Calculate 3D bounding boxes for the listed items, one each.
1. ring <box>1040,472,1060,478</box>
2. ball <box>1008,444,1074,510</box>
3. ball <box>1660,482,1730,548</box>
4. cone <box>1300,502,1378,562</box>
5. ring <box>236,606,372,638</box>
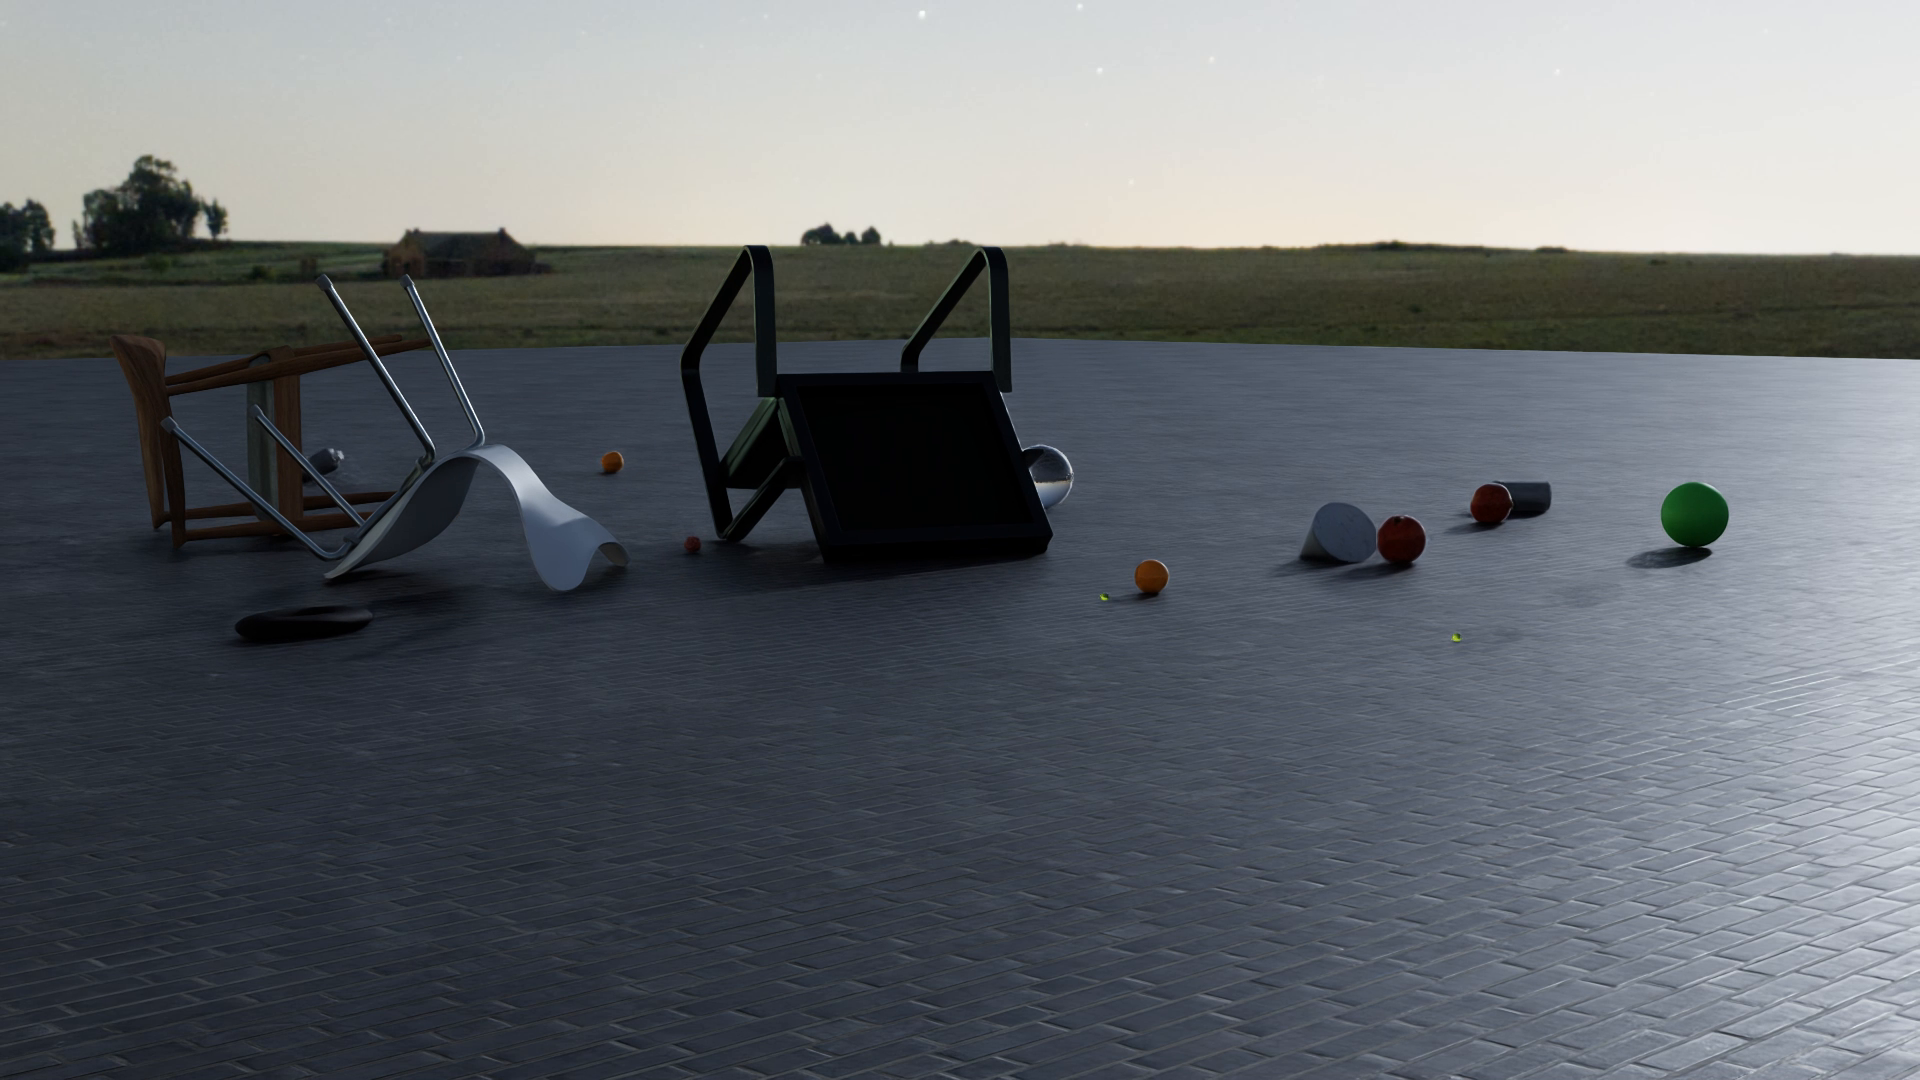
[{"bbox_3d":[0.293,-0.214,8.387,0.061,0.021,0.068,5,7,36],"label":"ring"},{"bbox_3d":[0.226,-0.176,7.222,0.184,0.184,0.184,0,6,0],"label":"ball"},{"bbox_3d":[1.786,-0.062,6.236,0.160,0.160,0.160,0,6,0],"label":"ball"},{"bbox_3d":[0.845,0.011,5.980,0.245,0.151,0.147,-6,-19,-47],"label":"cone"},{"bbox_3d":[-1.212,0.152,4.747,0.152,0.040,0.285,6,8,40],"label":"ring"}]
